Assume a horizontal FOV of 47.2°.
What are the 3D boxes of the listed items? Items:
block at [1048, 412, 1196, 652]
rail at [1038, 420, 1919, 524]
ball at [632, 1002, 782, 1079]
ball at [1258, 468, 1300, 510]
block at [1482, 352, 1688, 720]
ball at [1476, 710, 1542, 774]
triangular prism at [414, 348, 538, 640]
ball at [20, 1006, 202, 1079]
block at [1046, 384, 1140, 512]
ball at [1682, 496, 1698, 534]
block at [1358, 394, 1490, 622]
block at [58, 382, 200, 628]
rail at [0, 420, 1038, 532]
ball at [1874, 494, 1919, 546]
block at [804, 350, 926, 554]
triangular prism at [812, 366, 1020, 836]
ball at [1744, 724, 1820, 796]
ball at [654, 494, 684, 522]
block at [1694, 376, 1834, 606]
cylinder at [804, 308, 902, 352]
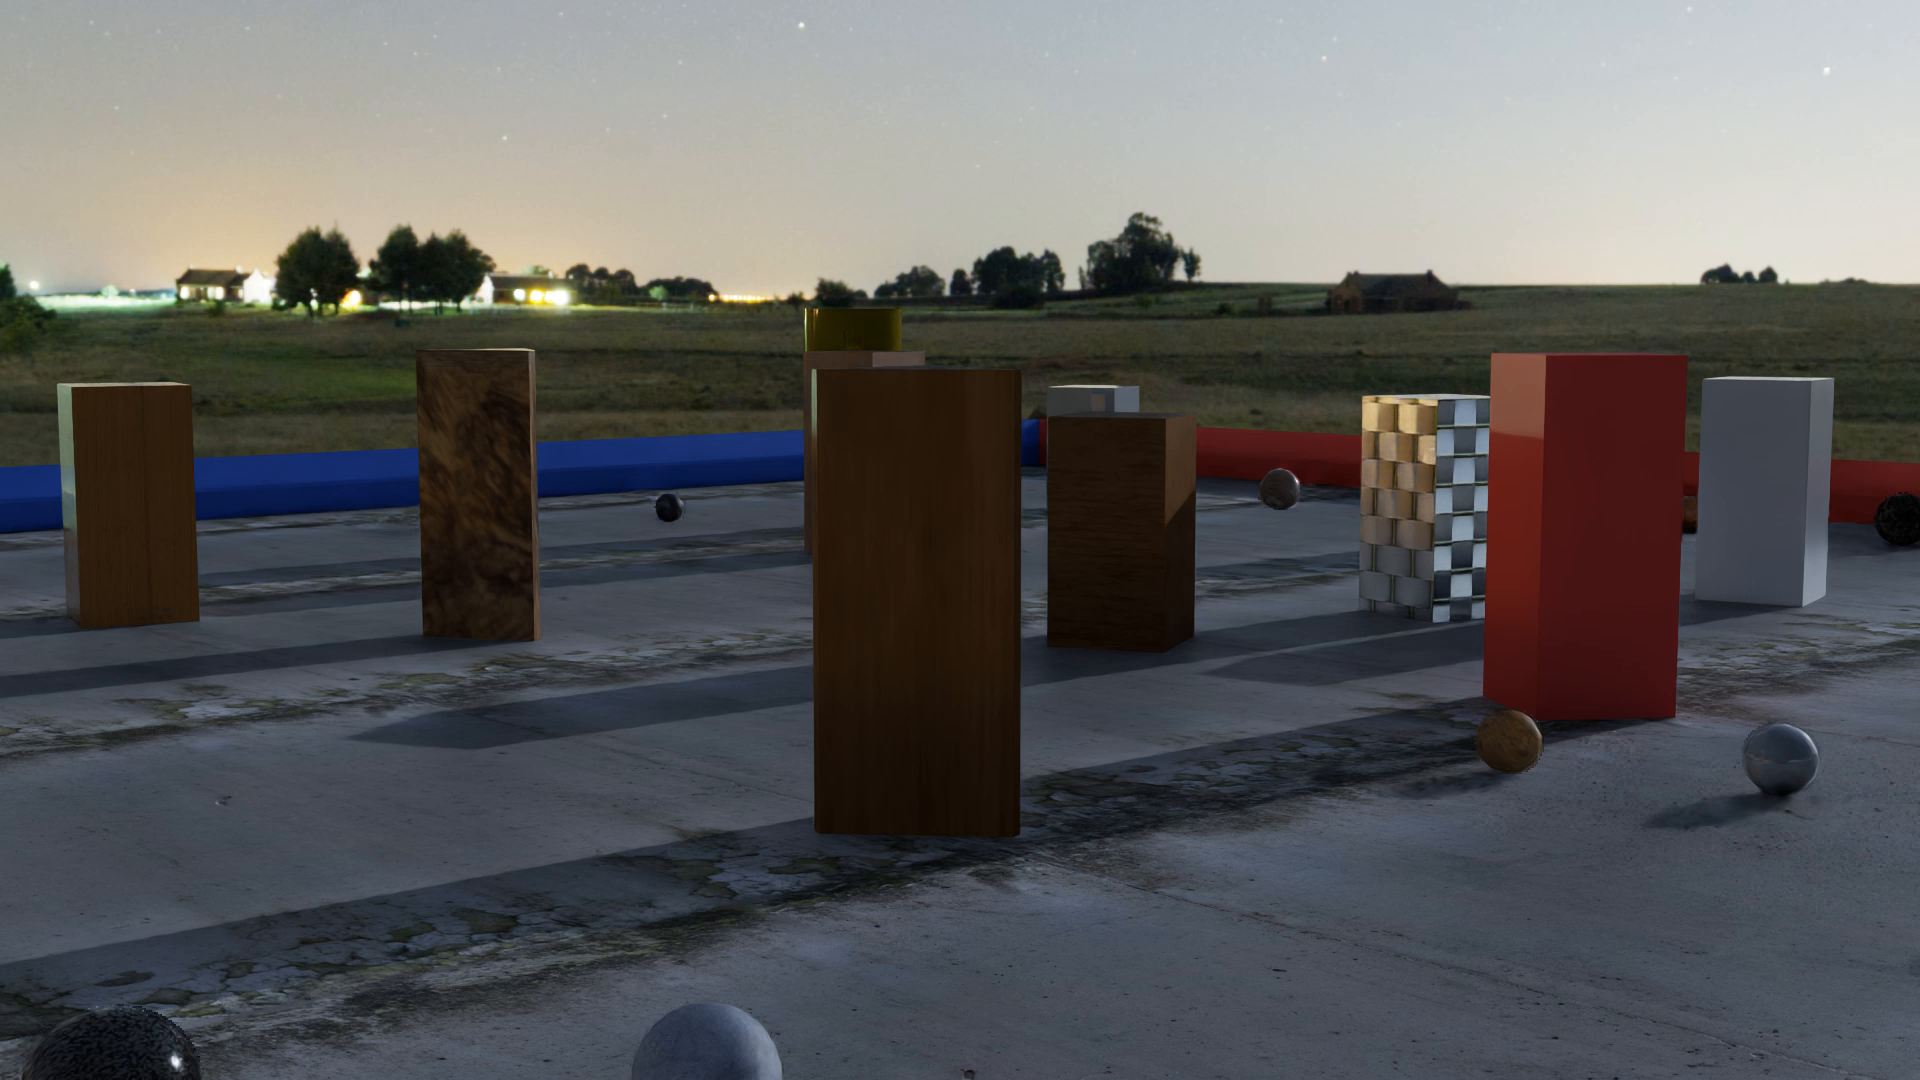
[{"bbox_3d":[0.219,-0.015,2.961,0.160,0.306,0.160,2,6,20],"label":"block"},{"bbox_3d":[1.656,-0.124,4.851,0.045,0.130,4.256,-5,8,-42],"label":"rail"},{"bbox_3d":[-0.134,0.285,1.166,0.080,0.080,0.080,0,6,0],"label":"ball"},{"bbox_3d":[0.718,-0.114,4.938,0.093,0.093,0.093,0,6,0],"label":"ball"},{"bbox_3d":[0.697,-0.010,2.468,0.160,0.397,0.160,-1,6,-7],"label":"block"},{"bbox_3d":[0.531,0.195,2.127,0.061,0.061,0.061,0,6,0],"label":"ball"},{"bbox_3d":[-0.637,-0.068,3.054,0.173,0.392,0.150,2,6,14],"label":"triangular prism"},{"bbox_3d":[-0.435,0.285,1.126,0.089,0.089,0.089,0,6,0],"label":"ball"},{"bbox_3d":[0.299,-0.206,4.939,0.160,0.277,0.160,3,7,24],"label":"block"},{"bbox_3d":[1.474,-0.052,4.425,0.077,0.077,0.077,0,6,0],"label":"ball"},{"bbox_3d":[0.706,-0.052,3.244,0.160,0.320,0.160,-4,7,-31],"label":"block"},{"bbox_3d":[-1.205,-0.055,3.184,0.160,0.340,0.160,-3,7,-29],"label":"block"},{"bbox_3d":[-1.427,-0.126,4.870,4.553,0.130,0.045,-5,8,-42],"label":"rail"},{"bbox_3d":[1.796,-0.039,4.189,0.099,0.099,0.099,0,6,0],"label":"ball"},{"bbox_3d":[-0.176,-0.163,4.067,0.160,0.371,0.160,4,7,35],"label":"block"},{"bbox_3d":[-0.031,0.047,1.932,0.173,0.396,0.150,0,6,4],"label":"triangular prism"},{"bbox_3d":[0.757,0.203,2.029,0.066,0.066,0.066,0,6,0],"label":"ball"},{"bbox_3d":[-0.617,-0.069,4.662,0.061,0.061,0.061,0,6,0],"label":"ball"},{"bbox_3d":[1.250,-0.080,3.417,0.160,0.341,0.160,4,7,33],"label":"block"},{"bbox_3d":[-0.218,-0.246,4.485,0.200,0.449,0.200,0,6,0],"label":"cylinder"}]
